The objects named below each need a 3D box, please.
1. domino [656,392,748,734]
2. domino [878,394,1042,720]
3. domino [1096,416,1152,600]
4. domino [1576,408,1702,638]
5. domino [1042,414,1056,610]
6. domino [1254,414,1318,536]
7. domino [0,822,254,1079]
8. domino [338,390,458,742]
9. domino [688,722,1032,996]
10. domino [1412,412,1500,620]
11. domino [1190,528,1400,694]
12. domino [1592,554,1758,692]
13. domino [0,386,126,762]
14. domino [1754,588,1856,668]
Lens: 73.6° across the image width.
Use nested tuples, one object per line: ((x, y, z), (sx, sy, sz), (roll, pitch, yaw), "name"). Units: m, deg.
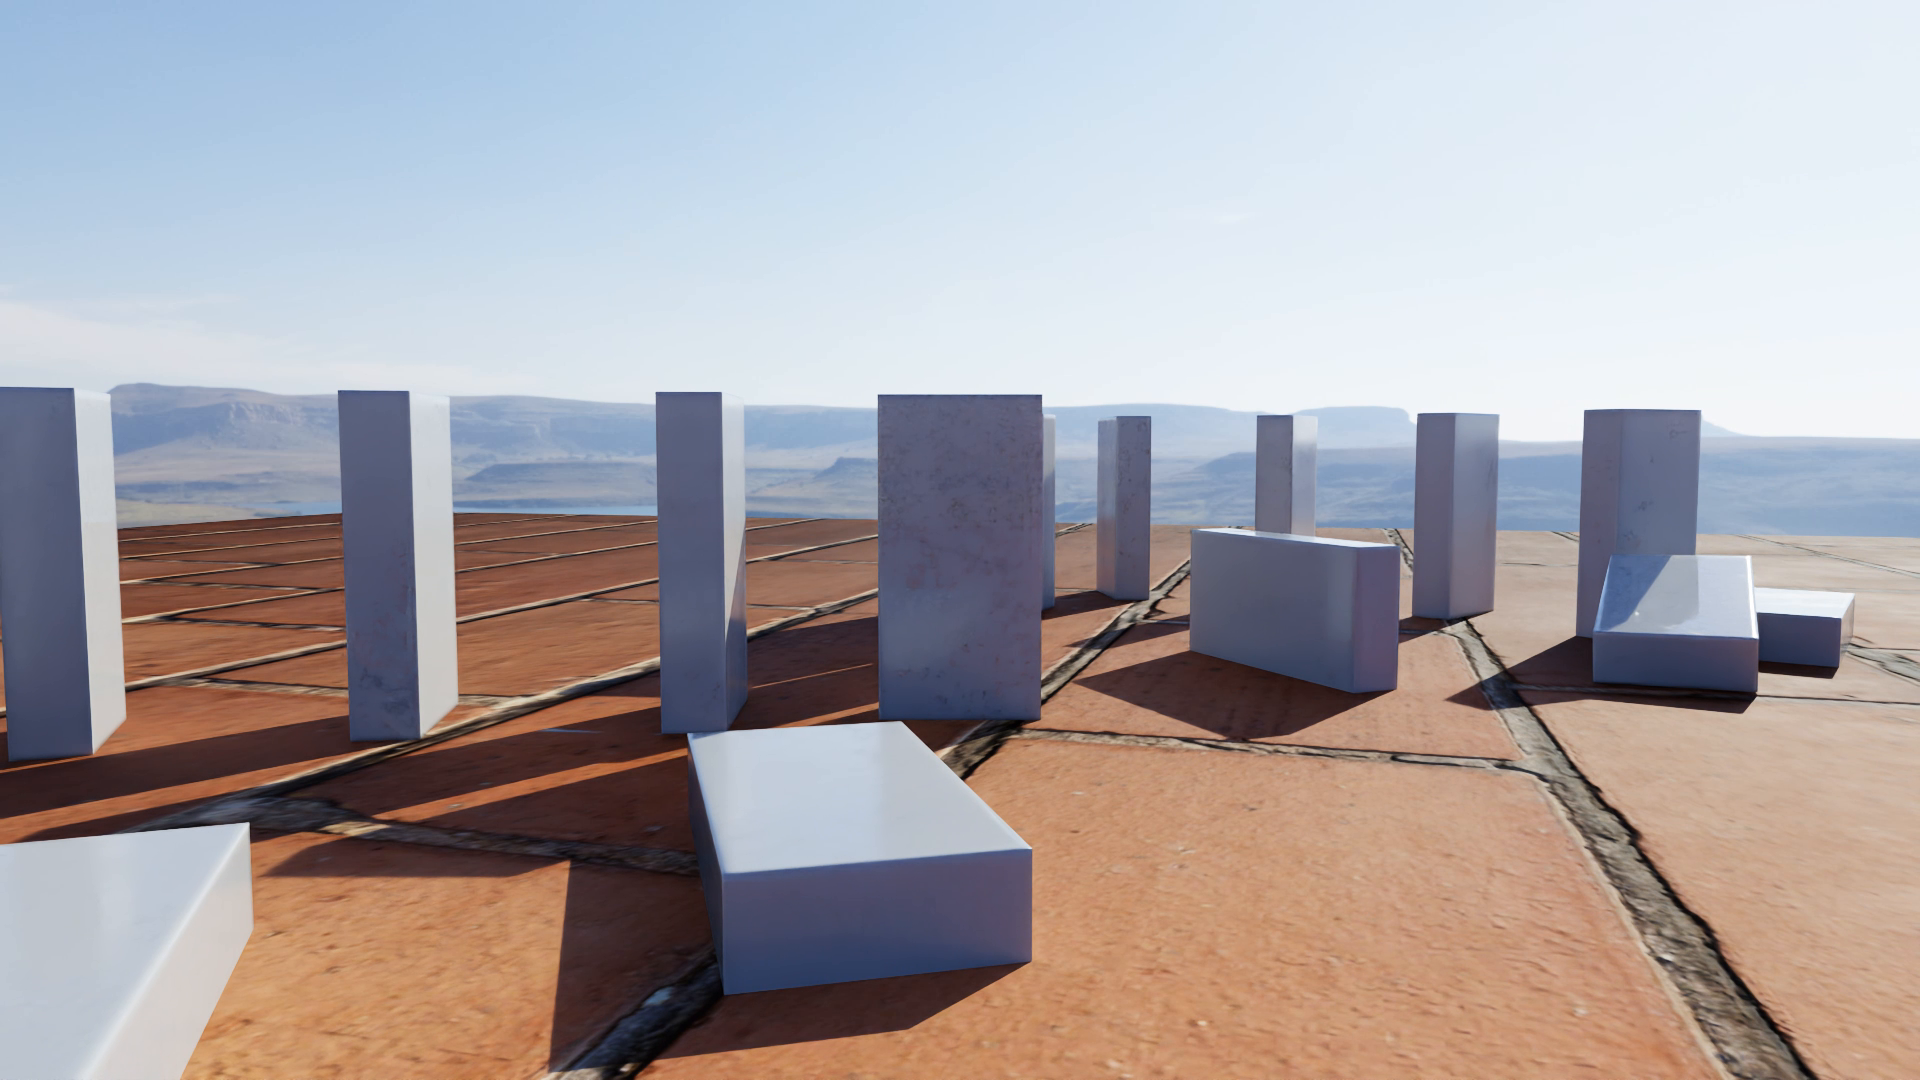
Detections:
((-0.040, 0.003, 0.199), (0.010, 0.050, 0.025), (0, 4, -2), "domino")
((0.000, 0.002, 0.201), (0.025, 0.050, 0.009), (0, 4, 0), "domino")
((0.046, -0.009, 0.360), (0.009, 0.050, 0.025), (0, 4, -6), "domino")
((0.150, -0.004, 0.284), (0.025, 0.050, 0.010), (-2, 5, -24), "domino")
((0.011, -0.008, 0.334), (0.025, 0.050, 0.009), (2, 5, 24), "domino")
((0.089, -0.009, 0.348), (0.010, 0.050, 0.025), (2, 5, 30), "domino")
((-0.065, 0.031, 0.085), (0.025, 0.010, 0.050), (-2, 5, -20), "domino")
((-0.085, 0.003, 0.195), (0.010, 0.050, 0.025), (-1, 4, -9), "domino")
((-0.013, 0.028, 0.126), (0.025, 0.009, 0.050), (-1, 4, -15), "domino")
((0.124, -0.006, 0.321), (0.025, 0.050, 0.010), (-4, 6, -44), "domino")
((0.062, 0.012, 0.243), (0.009, 0.025, 0.050), (-2, 5, -23), "domino")
((0.135, 0.014, 0.243), (0.025, 0.009, 0.050), (1, 16, 30), "domino")
((-0.128, 0.004, 0.183), (0.009, 0.050, 0.025), (-2, 5, -24), "domino")
((0.173, 0.017, 0.271), (0.025, 0.009, 0.050), (3, 5, 37), "domino")
